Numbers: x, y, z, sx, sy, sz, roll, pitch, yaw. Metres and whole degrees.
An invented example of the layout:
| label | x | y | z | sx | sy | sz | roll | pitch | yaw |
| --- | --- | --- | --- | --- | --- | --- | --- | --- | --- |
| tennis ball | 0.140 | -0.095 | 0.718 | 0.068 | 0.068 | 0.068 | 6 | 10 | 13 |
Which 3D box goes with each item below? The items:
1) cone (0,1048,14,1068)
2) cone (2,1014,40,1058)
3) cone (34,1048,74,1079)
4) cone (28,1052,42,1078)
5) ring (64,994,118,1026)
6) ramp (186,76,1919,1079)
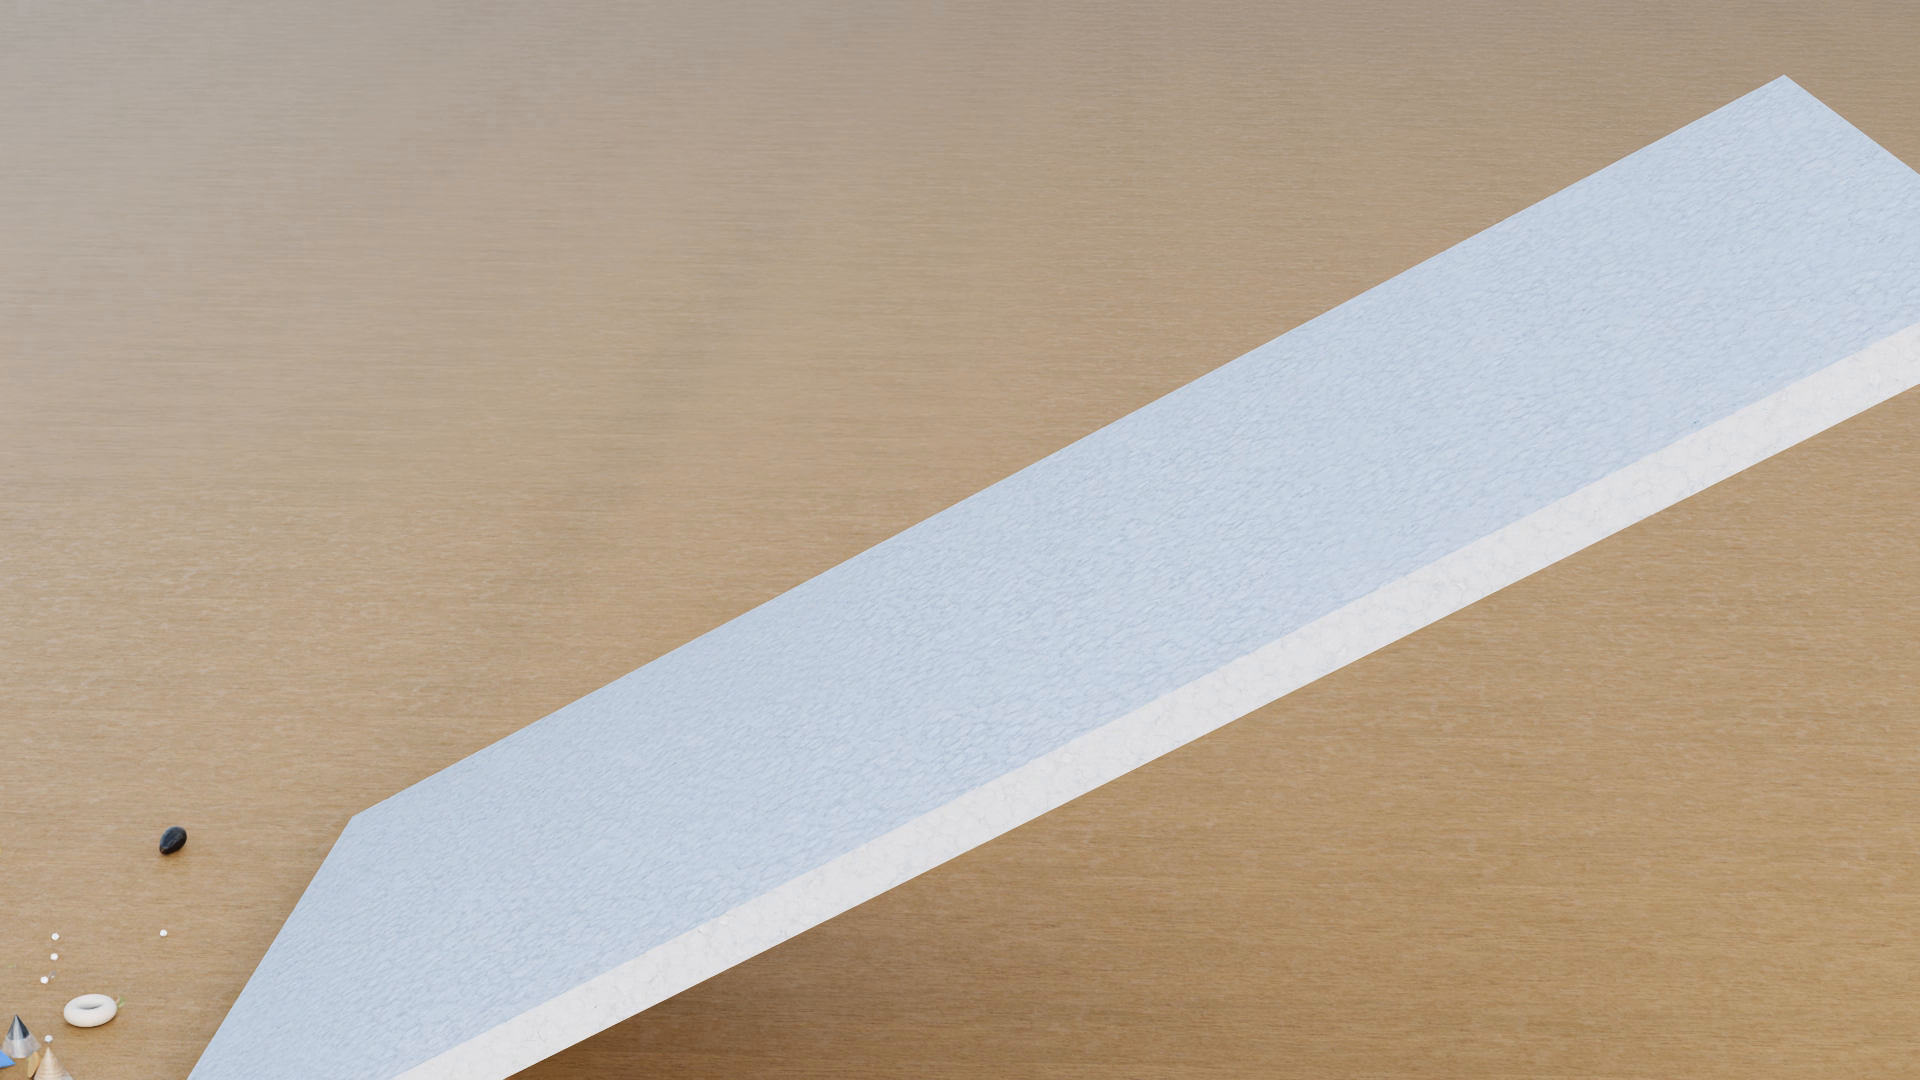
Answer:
| label | x | y | z | sx | sy | sz | roll | pitch | yaw |
| --- | --- | --- | --- | --- | --- | --- | --- | --- | --- |
| cone | -2.113 | 1.153 | 6.504 | 0.054 | 0.054 | 0.054 | 30 | -2 | -36 |
| cone | -2.105 | 1.098 | 6.572 | 0.088 | 0.088 | 0.088 | 0 | 18 | 0 |
| cone | -1.984 | 1.146 | 6.413 | 0.094 | 0.094 | 0.094 | 0 | 18 | 0 |
| cone | -2.016 | 1.161 | 6.479 | 0.056 | 0.056 | 0.056 | 21 | 5 | -34 |
| ring | -1.987 | 1.075 | 6.722 | 0.118 | 0.039 | 0.118 | 1 | 18 | 0 |
| ramp | 0.142 | 0.167 | 6.283 | 4.000 | 0.100 | 2.000 | -27 | 14 | 11 |
